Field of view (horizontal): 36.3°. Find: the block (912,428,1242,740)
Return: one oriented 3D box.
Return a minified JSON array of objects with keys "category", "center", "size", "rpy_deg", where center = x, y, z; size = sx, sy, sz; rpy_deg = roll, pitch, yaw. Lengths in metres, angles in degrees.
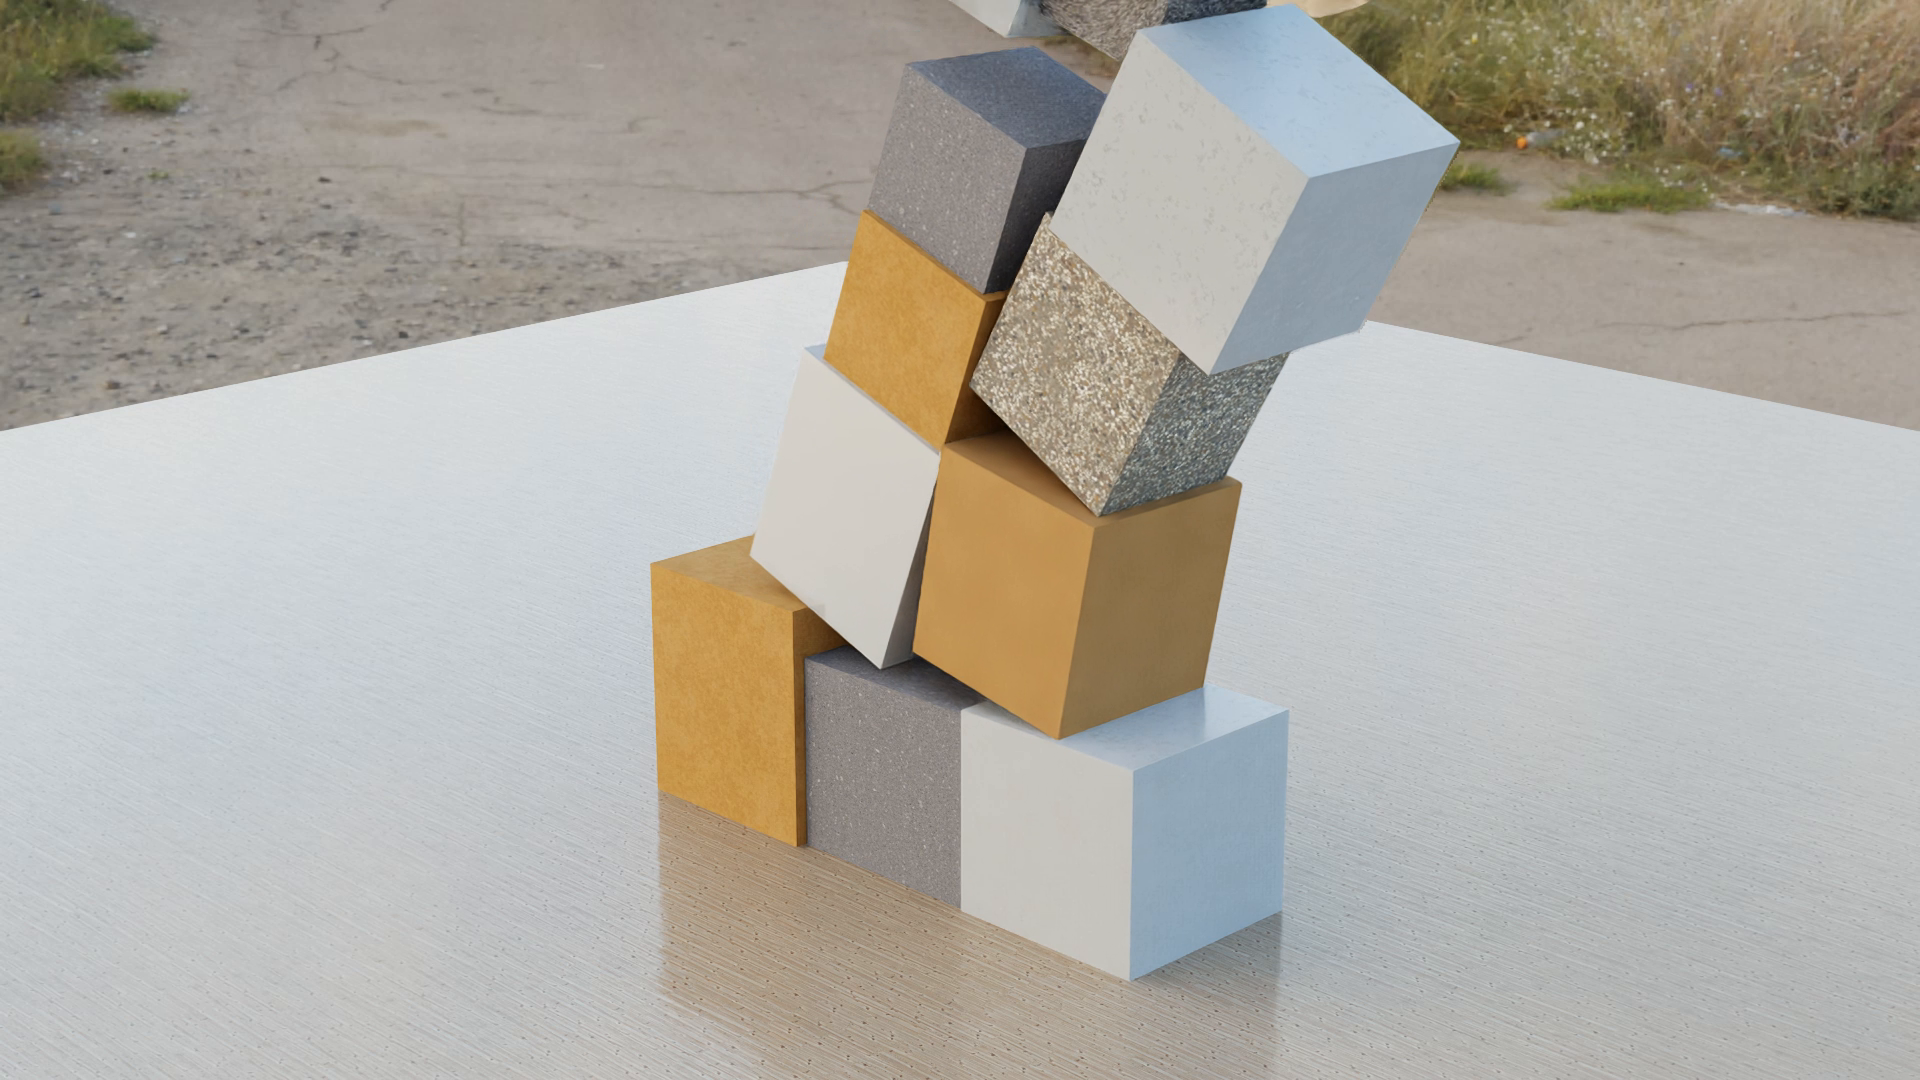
[{"category":"block","center":[0.504,0.123,12.821],"size":[0.940,1.006,0.911],"rpy_deg":[-16,35,-42]}]

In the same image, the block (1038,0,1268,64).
[{"category":"block","center":[0.828,-2.292,11.815],"size":[0.591,0.612,0.658],"rpy_deg":[38,33,30]}]

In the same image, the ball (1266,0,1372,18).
[{"category":"ball","center":[1.623,-3.301,14.005],"size":[1.600,1.600,1.600],"rpy_deg":[0,17,0]}]

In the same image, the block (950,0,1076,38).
[{"category":"block","center":[0.362,-2.606,12.151],"size":[0.661,0.803,0.844],"rpy_deg":[38,31,28]}]

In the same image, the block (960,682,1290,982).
[{"category":"block","center":[0.721,1.197,12.941],"size":[1.021,0.957,1.005],"rpy_deg":[-17,24,-42]}]

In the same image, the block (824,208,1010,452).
[{"category":"block","center":[0.050,-0.991,12.958],"size":[0.848,0.755,0.810],"rpy_deg":[-16,44,-42]}]

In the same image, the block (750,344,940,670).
[{"category":"block","center":[-0.187,-0.239,13.484],"size":[0.961,1.139,0.953],"rpy_deg":[-16,44,-42]}]

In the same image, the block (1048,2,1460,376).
[{"category":"block","center":[1.165,-1.417,11.711],"size":[0.973,0.964,0.968],"rpy_deg":[-18,54,-43]}]

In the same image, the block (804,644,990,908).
[{"category":"block","center":[0.001,0.990,13.641],"size":[1.006,0.931,1.029],"rpy_deg":[-17,24,-42]}]

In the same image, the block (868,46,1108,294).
[{"category":"block","center":[0.213,-1.599,12.599],"size":[0.776,0.694,0.770],"rpy_deg":[-16,44,-42]}]

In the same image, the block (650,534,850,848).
[{"category":"block","center":[-0.730,0.657,14.308],"size":[1.127,1.166,1.023],"rpy_deg":[-17,24,-42]}]

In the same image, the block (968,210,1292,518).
[{"category":"block","center":[0.743,-0.800,12.304],"size":[0.793,0.927,0.874],"rpy_deg":[-16,53,-42]}]
